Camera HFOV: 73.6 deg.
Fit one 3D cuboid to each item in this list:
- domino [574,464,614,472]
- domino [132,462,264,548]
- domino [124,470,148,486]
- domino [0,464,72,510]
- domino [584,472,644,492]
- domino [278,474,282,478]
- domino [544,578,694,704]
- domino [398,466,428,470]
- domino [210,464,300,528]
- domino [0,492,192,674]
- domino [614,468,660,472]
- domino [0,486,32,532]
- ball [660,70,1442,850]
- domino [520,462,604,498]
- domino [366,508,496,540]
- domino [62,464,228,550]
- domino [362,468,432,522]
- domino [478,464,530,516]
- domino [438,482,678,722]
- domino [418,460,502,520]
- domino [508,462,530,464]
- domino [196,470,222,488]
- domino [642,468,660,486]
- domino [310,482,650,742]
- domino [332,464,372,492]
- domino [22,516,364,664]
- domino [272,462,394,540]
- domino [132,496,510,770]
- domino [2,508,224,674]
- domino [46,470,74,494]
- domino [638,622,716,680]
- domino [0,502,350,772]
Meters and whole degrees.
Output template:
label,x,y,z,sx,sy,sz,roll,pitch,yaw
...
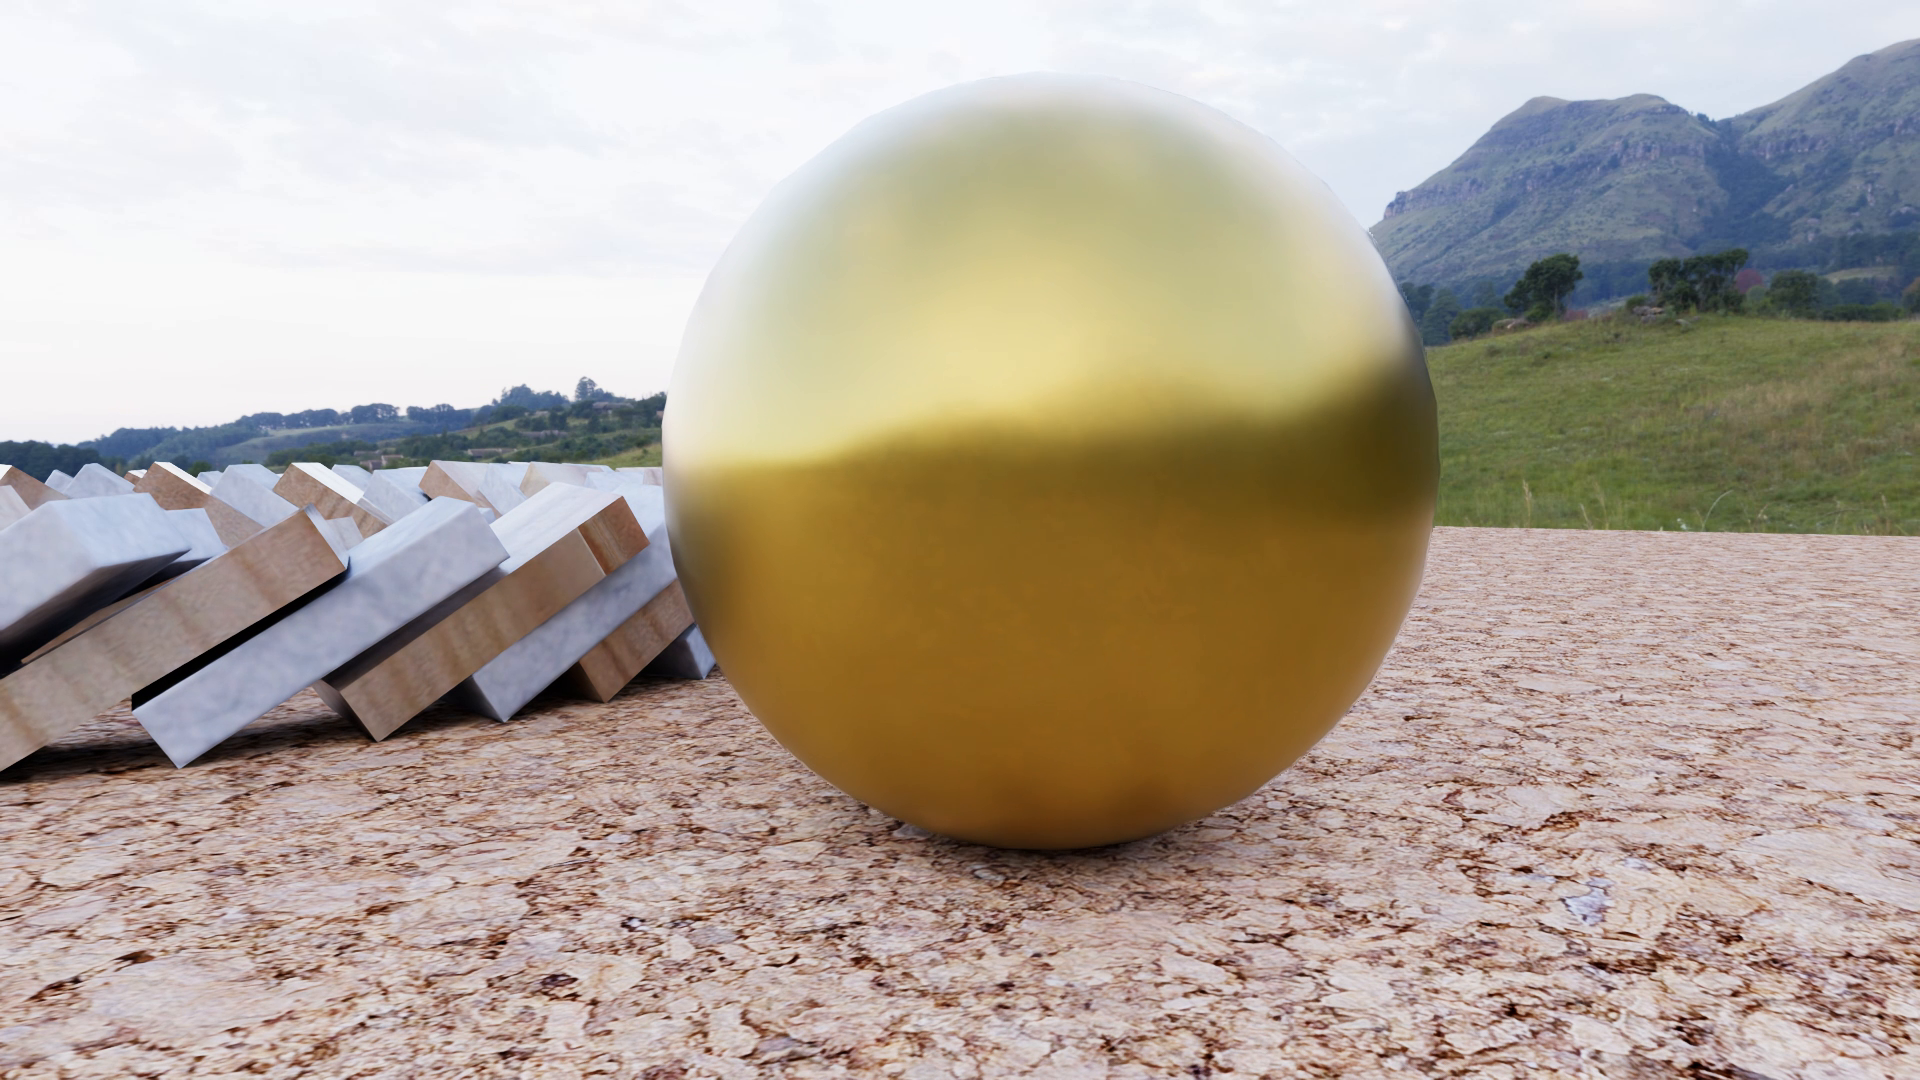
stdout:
label,x,y,z,sx,sy,sz,roll,pitch,yaw
domino,-0.117,-0.009,0.453,0.050,0.009,0.025,35,14,17
domino,-0.211,-0.004,0.373,0.050,0.010,0.025,37,-11,-20
domino,-0.251,-0.006,0.427,0.050,0.010,0.025,32,-8,-21
domino,-0.237,-0.002,0.348,0.025,0.010,0.050,4,-30,46
domino,-0.085,-0.002,0.362,0.025,0.010,0.050,-4,37,-39
domino,-0.212,-0.007,0.445,0.050,0.010,0.025,28,-2,-12
domino,-0.056,0.008,0.231,0.025,0.010,0.050,3,37,39
domino,-0.174,-0.009,0.454,0.050,0.010,0.025,31,3,-4
domino,-0.193,-0.004,0.382,0.050,0.009,0.025,35,-3,-11
domino,-0.128,0.012,0.163,0.050,0.010,0.025,-34,9,-4
domino,-0.096,-0.008,0.446,0.050,0.009,0.025,37,21,24
domino,-0.143,0.012,0.159,0.050,0.010,0.025,-34,9,0
ball,0.009,-0.008,0.138,0.080,0.080,0.080,0,4,0
domino,-0.105,-0.004,0.376,0.050,0.010,0.025,42,22,29
domino,-0.120,0.009,0.259,0.025,0.009,0.050,4,30,41
domino,-0.225,-0.003,0.364,0.050,0.010,0.025,38,-13,-25
domino,-0.154,-0.004,0.393,0.050,0.009,0.025,34,13,12
domino,-0.119,-0.005,0.384,0.050,0.010,0.025,41,22,26
domino,-0.066,0.009,0.217,0.025,0.009,0.050,6,39,42
domino,-0.138,-0.006,0.390,0.050,0.009,0.025,38,14,18
domino,-0.137,-0.010,0.456,0.050,0.009,0.025,34,8,9
domino,-0.233,-0.007,0.436,0.050,0.009,0.025,30,-6,-18
domino,-0.070,-0.001,0.349,0.025,0.010,0.050,0,36,-26
domino,-0.077,0.009,0.202,0.025,0.010,0.050,10,42,48
domino,-0.195,-0.009,0.450,0.050,0.009,0.025,32,-3,-9
domino,-0.134,0.011,0.228,0.050,0.010,0.025,-24,6,-2
domino,-0.177,-0.005,0.385,0.050,0.010,0.025,35,-3,-10
domino,-0.093,0.011,0.187,0.050,0.010,0.025,-37,23,-25
domino,-0.158,0.010,0.222,0.050,0.009,0.025,-26,1,7
domino,-0.268,-0.006,0.414,0.050,0.009,0.025,34,-15,-30
domino,-0.051,0.006,0.252,0.025,0.010,0.050,2,37,23
domino,-0.110,0.013,0.175,0.050,0.009,0.025,-35,17,-19
